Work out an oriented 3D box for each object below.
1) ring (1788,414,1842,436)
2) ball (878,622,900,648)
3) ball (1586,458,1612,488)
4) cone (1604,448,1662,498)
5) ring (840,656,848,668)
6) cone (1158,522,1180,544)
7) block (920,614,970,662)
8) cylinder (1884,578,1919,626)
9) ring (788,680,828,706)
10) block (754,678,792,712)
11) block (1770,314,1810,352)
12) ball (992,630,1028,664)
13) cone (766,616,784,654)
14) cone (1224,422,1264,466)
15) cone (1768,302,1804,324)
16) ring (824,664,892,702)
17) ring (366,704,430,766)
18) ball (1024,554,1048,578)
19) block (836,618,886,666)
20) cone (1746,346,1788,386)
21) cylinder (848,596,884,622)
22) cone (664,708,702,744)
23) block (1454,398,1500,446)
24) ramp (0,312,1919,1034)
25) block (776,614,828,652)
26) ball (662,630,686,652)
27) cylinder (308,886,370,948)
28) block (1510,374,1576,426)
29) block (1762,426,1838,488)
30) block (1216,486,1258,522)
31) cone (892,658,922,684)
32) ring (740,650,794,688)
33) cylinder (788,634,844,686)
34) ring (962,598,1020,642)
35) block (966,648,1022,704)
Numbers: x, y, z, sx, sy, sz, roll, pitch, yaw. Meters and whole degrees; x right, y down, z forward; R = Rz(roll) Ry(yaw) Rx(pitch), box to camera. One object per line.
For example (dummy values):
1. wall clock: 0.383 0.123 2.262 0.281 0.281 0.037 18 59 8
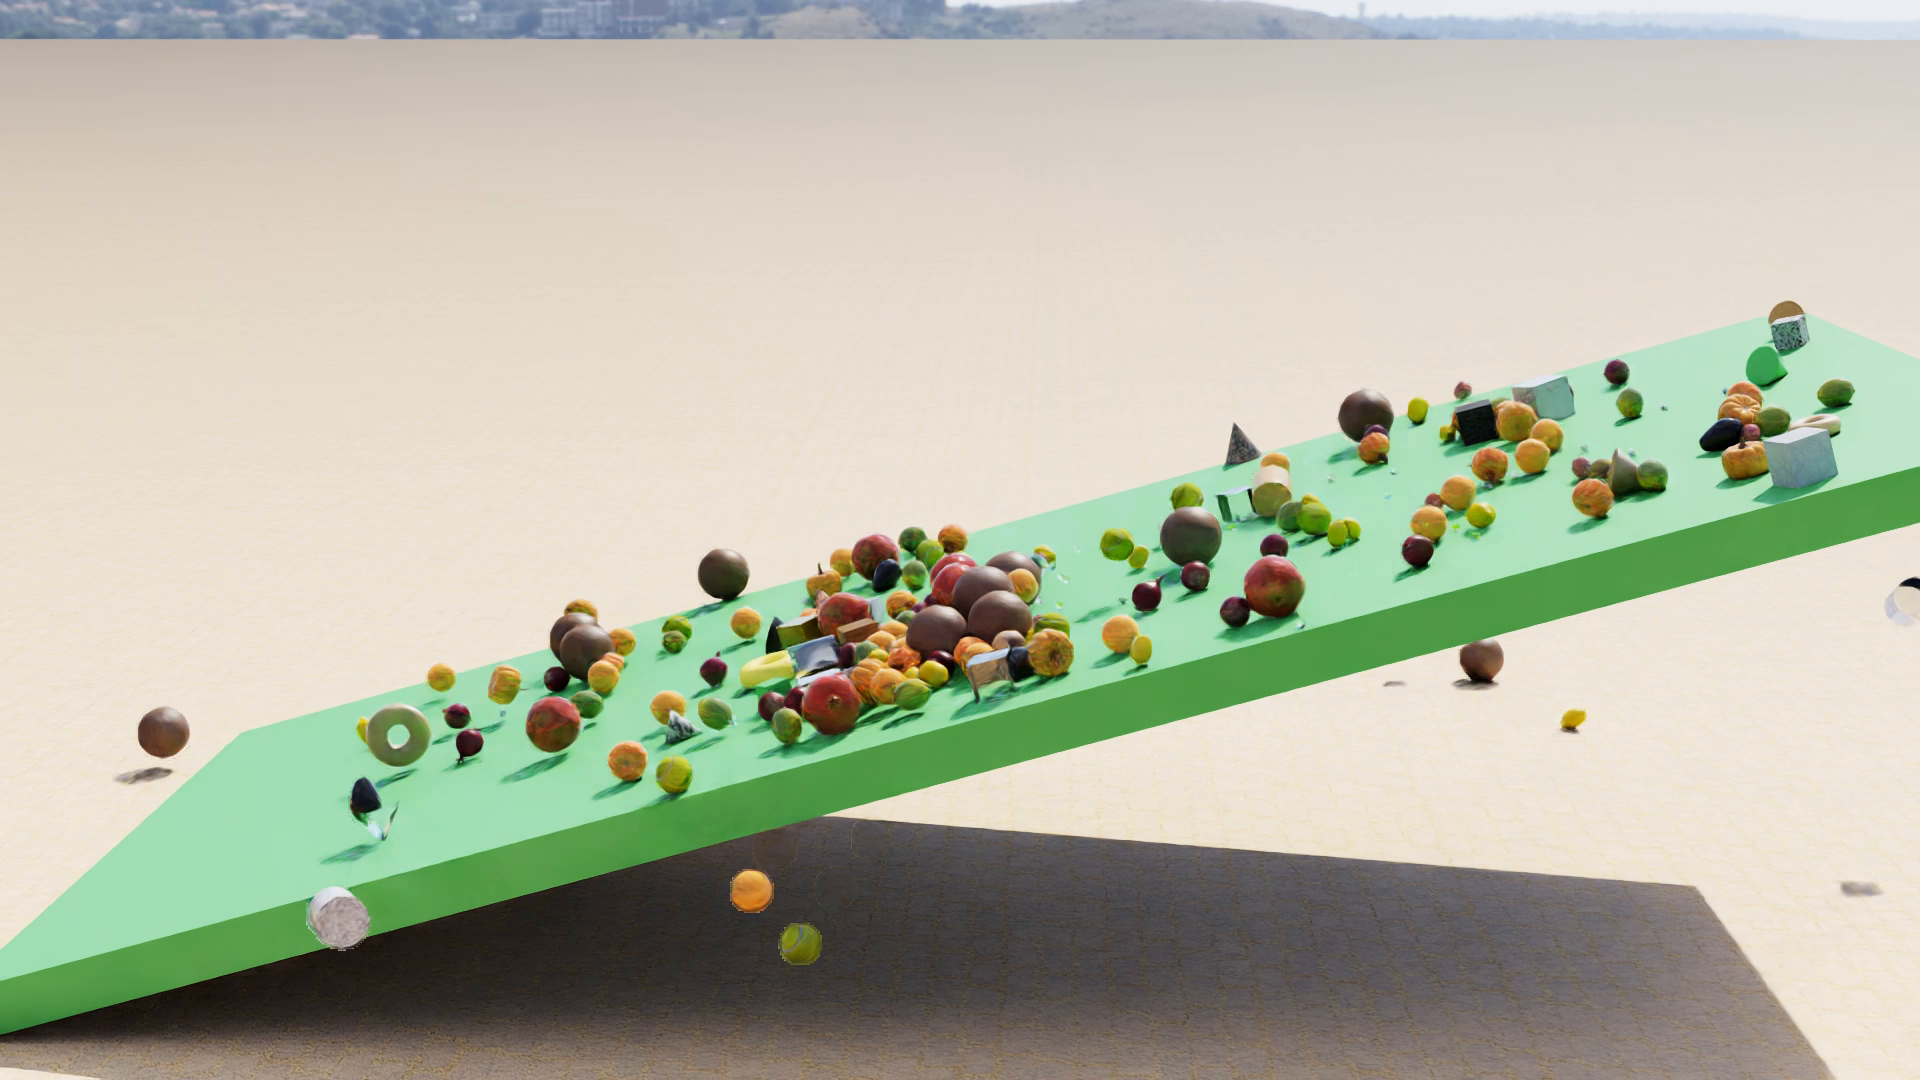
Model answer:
1. ring: 1.647 -0.216 5.670 0.103 0.034 0.103 -14 9 2
2. ball: -0.153 0.200 6.192 0.053 0.053 0.053 0 10 0
3. ball: 1.254 -0.130 5.741 0.060 0.060 0.060 0 10 0
4. cone: 1.300 -0.119 5.651 0.099 0.099 0.099 12 12 6
5. ring: -0.282 0.265 6.092 0.100 0.033 0.100 -16 9 3
6. cone: 0.447 -0.025 6.452 0.052 0.052 0.052 -6 23 -30
7. block: -0.030 0.197 5.951 0.071 0.071 0.071 -18 10 -11
8. cylinder: 2.198 0.144 6.804 0.089 0.089 0.089 -1 -21 -4
9. ring: -0.296 0.306 5.880 0.098 0.033 0.098 -18 7 2
10. block: -0.372 0.311 5.916 0.053 0.053 0.053 -21 11 -30
11. block: 1.878 -0.469 6.652 0.062 0.062 0.062 -10 11 33
12. ball: 0.096 0.208 5.679 0.070 0.070 0.070 0 10 0
13. cone: -0.370 0.222 6.459 0.091 0.091 0.091 13 13 9
14. cone: 0.685 -0.245 7.222 0.099 0.099 0.099 -16 10 3
15. cone: 1.935 -0.505 6.839 0.084 0.084 0.084 7 -6 34
16. ring: -0.202 0.282 5.821 0.141 0.047 0.141 -15 10 3
17. ring: -1.211 0.421 6.344 0.139 0.139 0.046 -2 8 -12
18. ball: 0.166 0.058 6.485 0.052 0.052 0.052 0 10 0
19. block: -0.207 0.212 6.148 0.074 0.074 0.074 -18 10 -13
20. cone: 1.757 -0.367 6.336 0.088 0.088 0.088 10 3 -35
21. cylinder: -0.207 0.160 6.491 0.059 0.059 0.059 -22 3 20
22. cone: -0.548 0.379 5.878 0.072 0.072 0.072 10 10 -5
23. block: 1.162 -0.264 6.608 0.079 0.079 0.079 -15 10 9
24. ramp: 0.085 0.189 6.325 4.000 0.100 2.000 -15 10 4
25. block: -0.340 0.209 6.390 0.071 0.071 0.071 -8 12 38
26. ball: -0.666 0.235 6.833 0.054 0.054 0.054 0 10 0
27. cylinder: -1.118 0.677 5.286 0.094 0.094 0.094 -4 5 -22
28. block: 1.311 -0.313 6.607 0.092 0.092 0.092 -19 10 -19
29. block: 1.524 -0.150 5.333 0.085 0.085 0.085 -18 10 -13
30. block: 0.617 -0.079 6.490 0.064 0.064 0.064 -22 11 -30
31. cone: -0.101 0.265 5.819 0.055 0.055 0.055 14 13 11
32. ring: -0.396 0.273 6.190 0.143 0.048 0.143 -16 11 3
33. cylinder: -0.290 0.252 5.983 0.098 0.098 0.098 -16 11 -2
34. ring: 0.062 0.164 6.015 0.136 0.045 0.136 -22 20 8
35. block: 0.063 0.252 5.463 0.076 0.076 0.076 -14 10 11
